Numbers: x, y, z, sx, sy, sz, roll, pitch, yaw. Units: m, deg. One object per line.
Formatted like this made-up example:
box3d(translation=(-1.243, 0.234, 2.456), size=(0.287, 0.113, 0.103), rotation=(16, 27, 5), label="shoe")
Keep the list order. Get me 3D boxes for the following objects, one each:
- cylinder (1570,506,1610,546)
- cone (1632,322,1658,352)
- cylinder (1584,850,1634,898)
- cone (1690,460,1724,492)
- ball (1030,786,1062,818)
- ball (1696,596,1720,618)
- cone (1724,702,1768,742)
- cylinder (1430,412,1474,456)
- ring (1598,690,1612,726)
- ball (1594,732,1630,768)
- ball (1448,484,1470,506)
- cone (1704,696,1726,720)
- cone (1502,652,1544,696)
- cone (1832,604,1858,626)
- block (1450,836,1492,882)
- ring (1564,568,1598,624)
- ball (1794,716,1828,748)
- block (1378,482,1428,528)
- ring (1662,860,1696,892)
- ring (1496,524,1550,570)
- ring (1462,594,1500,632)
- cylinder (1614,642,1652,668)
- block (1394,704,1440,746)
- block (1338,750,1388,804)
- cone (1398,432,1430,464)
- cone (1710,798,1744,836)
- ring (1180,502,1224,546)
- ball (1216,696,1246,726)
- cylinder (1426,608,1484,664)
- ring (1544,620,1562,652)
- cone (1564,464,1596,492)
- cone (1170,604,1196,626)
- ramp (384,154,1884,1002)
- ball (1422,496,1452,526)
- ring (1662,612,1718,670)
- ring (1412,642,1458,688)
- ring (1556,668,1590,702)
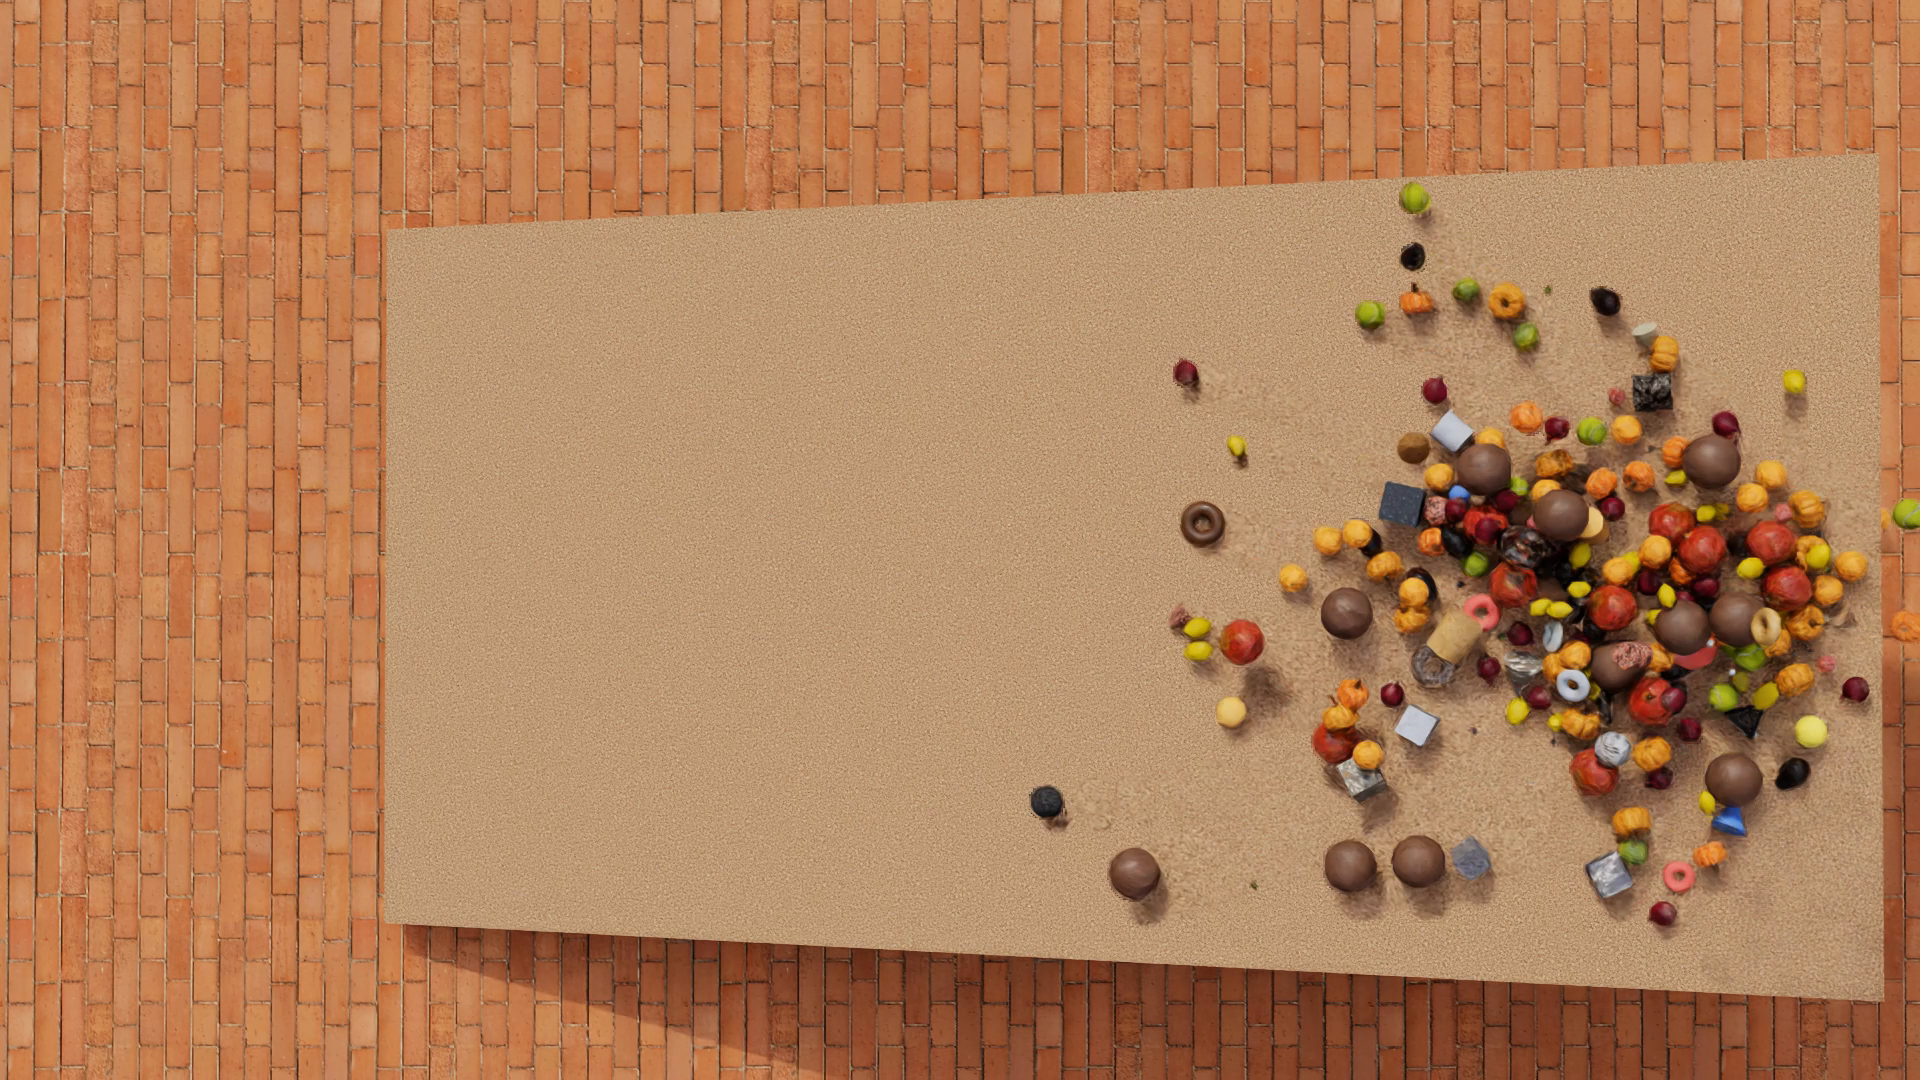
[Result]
box3d(translation=(1.528, -0.033, 5.329), size=(0.078, 0.078, 0.078), rotation=(-8, 73, 25), label="cylinder")
box3d(translation=(1.669, -0.484, 5.329), size=(0.064, 0.064, 0.064), rotation=(-27, 109, 0), label="cone")
box3d(translation=(1.568, 0.807, 5.310), size=(0.087, 0.087, 0.087), rotation=(-26, 82, 0), label="cylinder")
box3d(translation=(1.787, -0.152, 5.273), size=(0.076, 0.076, 0.076), rotation=(-1, 89, 31), label="cone")
box3d(translation=(0.225, 0.682, 5.721), size=(0.082, 0.082, 0.082), rotation=(0, 89, 0), label="ball")
box3d(translation=(1.790, 0.160, 5.263), size=(0.055, 0.055, 0.055), rotation=(0, 89, 0), label="ball")
box3d(translation=(1.881, 0.413, 5.219), size=(0.092, 0.092, 0.092), rotation=(-43, 89, 9), label="cone")
box3d(translation=(1.217, -0.264, 5.437), size=(0.078, 0.078, 0.078), rotation=(40, 89, 16), label="cylinder")
box3d(translation=(1.558, 0.406, 5.308), size=(0.029, 0.088, 0.088), rotation=(-5, 89, 20), label="ring")
box3d(translation=(1.553, 0.498, 5.235), size=(0.084, 0.084, 0.084), rotation=(0, 89, 0), label="ball")
box3d(translation=(1.235, -0.112, 5.442), size=(0.053, 0.053, 0.053), rotation=(0, 89, 0), label="ball")
box3d(translation=(1.807, 0.396, 5.276), size=(0.051, 0.051, 0.051), rotation=(2, 62, 0), label="cone")
box3d(translation=(1.375, 0.342, 5.397), size=(0.099, 0.099, 0.099), rotation=(2, 118, 0), label="cone")
box3d(translation=(2.100, 0.188, 5.190), size=(0.056, 0.056, 0.056), rotation=(24, 89, -11), label="cone")
box3d(translation=(1.251, 0.779, 5.384), size=(0.066, 0.066, 0.066), rotation=(-40, 103, 19), label="block")
box3d(translation=(1.499, 0.134, 5.309), size=(0.048, 0.144, 0.144), rotation=(22, 89, 18), label="ring")
box3d(translation=(2.008, 0.452, 5.188), size=(0.075, 0.075, 0.075), rotation=(0, 89, 0), label="ball")
box3d(translation=(1.099, -0.088, 5.461), size=(0.095, 0.095, 0.095), rotation=(14, 93, 17), label="block")
box3d(translation=(1.730, 0.810, 5.293), size=(0.075, 0.025, 0.075), rotation=(0, 91, 17), label="ring")
box3d(translation=(1.341, 0.017, 5.234), size=(0.130, 0.043, 0.130), rotation=(6, 45, -6), label="ring")
box3d(translation=(1.289, 0.180, 5.433), size=(0.093, 0.031, 0.093), rotation=(0, 89, 18), label="ring")
box3d(translation=(1.573, 0.268, 5.138), size=(0.062, 0.062, 0.062), rotation=(1, 89, -36), label="cylinder")
box3d(translation=(1.134, 0.459, 5.449), size=(0.076, 0.076, 0.076), rotation=(30, 98, 19), label="block")
box3d(translation=(1.001, 0.588, 5.465), size=(0.086, 0.086, 0.086), rotation=(-29, 63, 9), label="block")
box3d(translation=(1.123, -0.230, 5.463), size=(0.080, 0.080, 0.080), rotation=(0, 89, 17), label="cone")
box3d(translation=(1.844, 0.651, 5.247), size=(0.083, 0.083, 0.083), rotation=(24, 77, 0), label="cone")
box3d(translation=(0.622, -0.041, 5.634), size=(0.115, 0.038, 0.115), rotation=(-1, 88, 18), label="ring")
box3d(translation=(0.689, 0.436, 5.587), size=(0.077, 0.077, 0.077), rotation=(0, 89, 0), label="ball")
box3d(translation=(1.210, 0.235, 5.374), size=(0.098, 0.098, 0.098), rotation=(32, 114, 0), label="cylinder")
box3d(translation=(1.446, 0.234, 5.361), size=(0.027, 0.081, 0.081), rotation=(8, 89, -5), label="ring")
box3d(translation=(1.508, -0.152, 5.349), size=(0.073, 0.073, 0.073), rotation=(0, 89, 17), label="cone")
box3d(translation=(0.581, 0.205, 5.648), size=(0.063, 0.063, 0.063), rotation=(29, 89, -12), label="cone")
box3d(translation=(0.272, 0.095, 5.810), size=(4.000, 0.100, 2.000), rotation=(0, 89, 17), label="ramp")
box3d(translation=(1.182, -0.071, 5.446), size=(0.075, 0.075, 0.075), rotation=(0, 89, 0), label="ball")
box3d(translation=(1.746, 0.240, 5.260), size=(0.140, 0.047, 0.140), rotation=(3, 74, -11), label="ring")
box3d(translation=(1.177, 0.309, 5.453), size=(0.118, 0.039, 0.118), rotation=(-5, 79, 25), label="ring")
box3d(translation=(1.474, 0.349, 5.288), size=(0.084, 0.028, 0.084), rotation=(15, 116, 34), label="ring")
